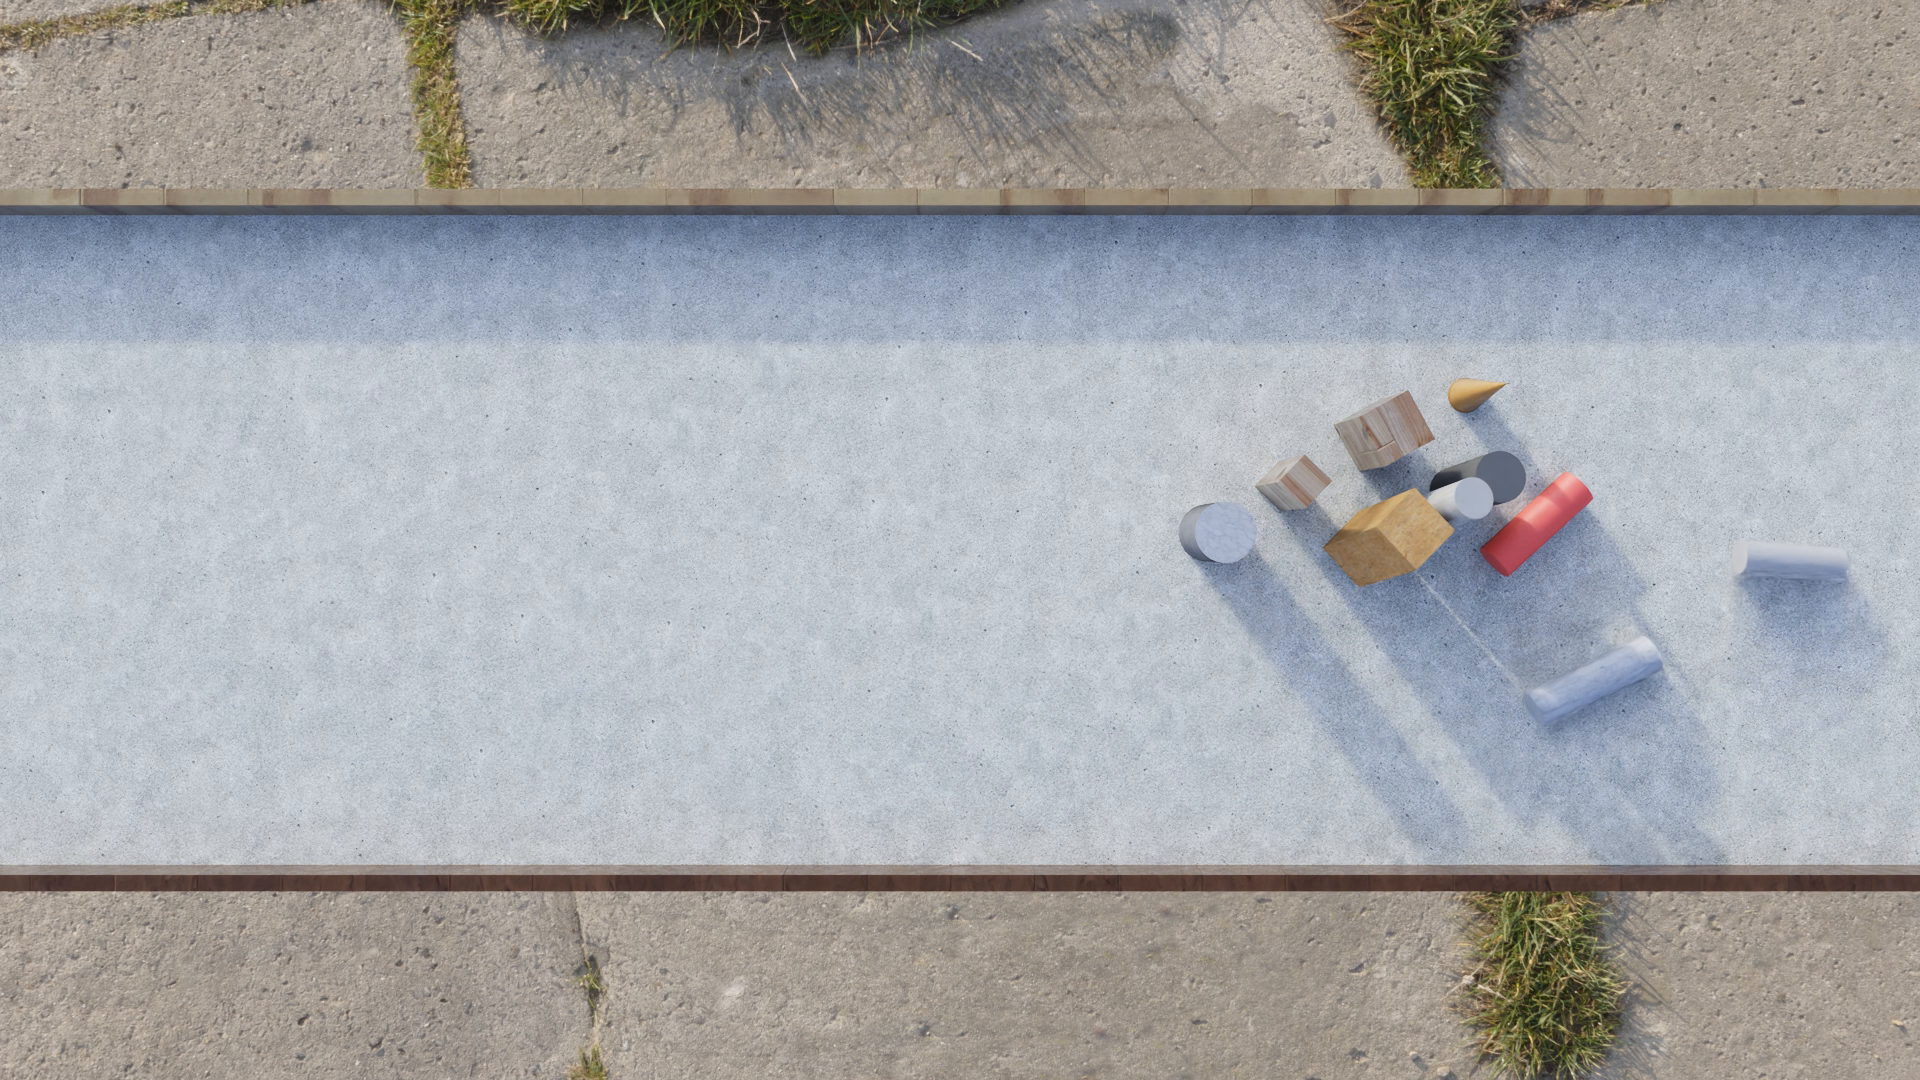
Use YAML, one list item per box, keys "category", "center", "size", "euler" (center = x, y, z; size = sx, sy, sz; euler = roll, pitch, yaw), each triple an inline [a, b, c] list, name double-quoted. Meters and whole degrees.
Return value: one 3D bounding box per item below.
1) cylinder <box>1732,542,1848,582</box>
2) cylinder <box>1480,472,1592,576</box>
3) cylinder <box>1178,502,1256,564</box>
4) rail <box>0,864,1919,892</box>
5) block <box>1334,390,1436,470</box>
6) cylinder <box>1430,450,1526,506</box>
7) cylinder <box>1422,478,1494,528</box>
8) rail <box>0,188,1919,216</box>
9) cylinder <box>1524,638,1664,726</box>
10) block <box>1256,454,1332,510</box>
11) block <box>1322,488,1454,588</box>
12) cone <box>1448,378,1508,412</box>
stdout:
- category: "cylinder"
  center: [2.529, 0.067, 5.027]
  size: [0.304, 0.100, 0.100]
  euler: [5, 90, 0]
- category: "cylinder"
  center: [1.753, -0.048, 5.017]
  size: [0.345, 0.118, 0.118]
  euler: [-42, 90, 0]
- category: "cylinder"
  center: [0.762, -0.022, 4.899]
  size: [0.177, 0.354, 0.177]
  euler: [0, 90, 0]
- category: "rail"
  center: [-2.247, 1.025, 5.001]
  size: [12.000, 0.150, 0.050]
  euler: [0, 90, 0]
- category: "block"
  center: [1.259, -0.323, 4.913]
  size: [0.162, 0.327, 0.162]
  euler: [-29, 90, 0]
- category: "cylinder"
  center: [1.532, -0.165, 4.894]
  size: [0.150, 0.349, 0.150]
  euler: [1, 85, -5]
- category: "cylinder"
  center: [1.403, -0.086, 4.853]
  size: [0.120, 0.431, 0.120]
  euler: [2, 81, -12]
- category: "rail"
  center: [-2.247, -1.025, 5.002]
  size: [12.000, 0.150, 0.050]
  euler: [0, 90, 0]
- category: "cylinder"
  center: [1.927, 0.432, 5.021]
  size: [0.398, 0.112, 0.112]
  euler: [-26, 90, 0]
- category: "block"
  center: [0.984, -0.167, 4.888]
  size: [0.109, 0.377, 0.109]
  euler: [44, 90, 0]
- category: "block"
  center: [1.256, -0.002, 4.861]
  size: [0.167, 0.405, 0.167]
  euler: [-43, 90, -13]
- category: "cone"
  center: [1.556, -0.445, 4.879]
  size: [0.108, 0.396, 0.108]
  euler: [0, 90, 0]
